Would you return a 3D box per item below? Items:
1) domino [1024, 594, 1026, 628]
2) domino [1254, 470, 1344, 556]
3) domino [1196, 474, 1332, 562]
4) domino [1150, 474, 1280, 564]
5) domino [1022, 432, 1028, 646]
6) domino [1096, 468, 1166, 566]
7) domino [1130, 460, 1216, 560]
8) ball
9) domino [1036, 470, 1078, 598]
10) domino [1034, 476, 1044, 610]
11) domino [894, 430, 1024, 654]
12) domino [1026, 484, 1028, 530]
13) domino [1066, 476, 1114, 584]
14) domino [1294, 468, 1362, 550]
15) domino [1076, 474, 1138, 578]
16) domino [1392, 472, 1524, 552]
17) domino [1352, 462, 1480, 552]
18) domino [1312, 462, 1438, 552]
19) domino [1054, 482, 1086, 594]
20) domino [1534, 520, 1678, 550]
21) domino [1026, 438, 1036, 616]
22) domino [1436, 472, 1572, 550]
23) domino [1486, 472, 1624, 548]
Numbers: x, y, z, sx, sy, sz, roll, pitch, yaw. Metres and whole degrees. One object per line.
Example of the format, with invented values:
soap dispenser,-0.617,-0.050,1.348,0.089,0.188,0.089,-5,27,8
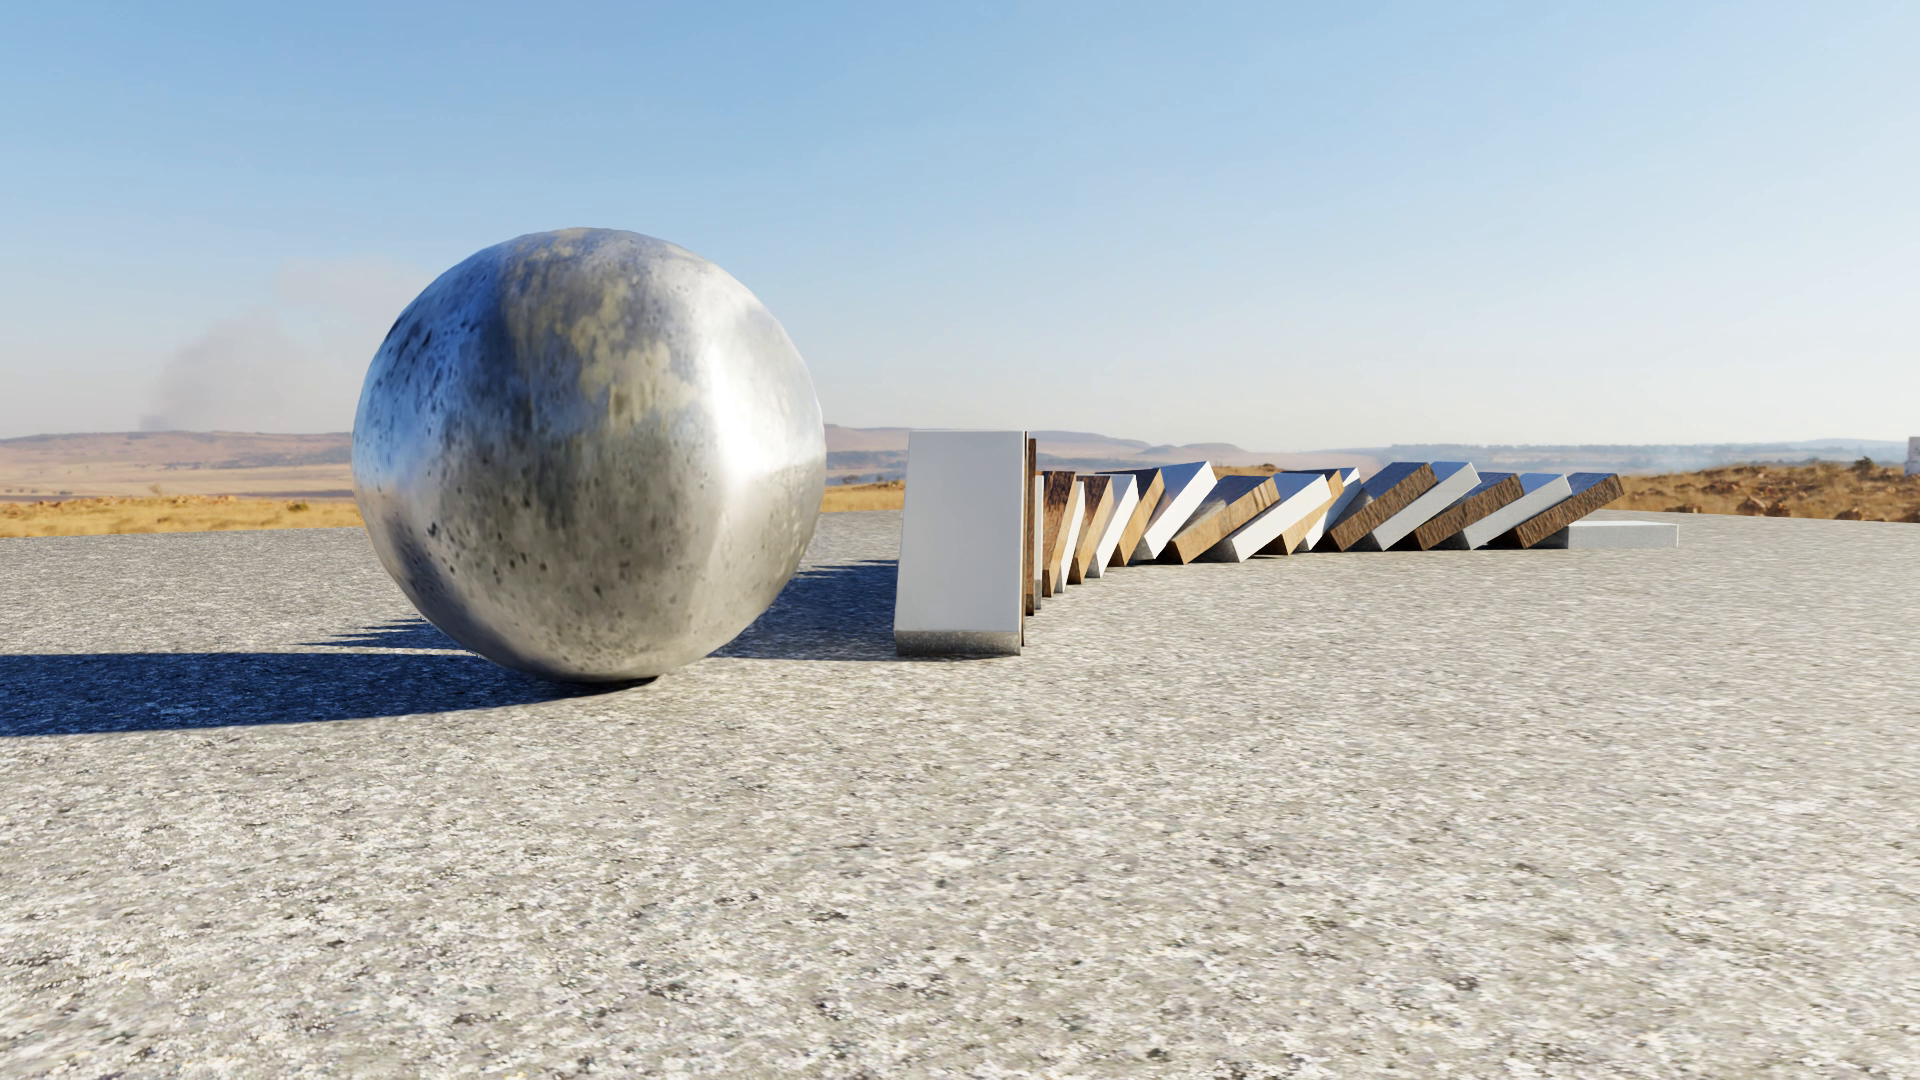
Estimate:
domino,0.003,-0.003,0.305,0.025,0.050,0.010,0,-33,4
domino,0.127,-0.011,0.499,0.025,0.009,0.050,1,31,44
domino,0.112,-0.009,0.479,0.050,0.010,0.025,-32,19,-24
domino,0.090,-0.008,0.471,0.050,0.010,0.025,-31,18,-24
domino,0.002,-0.001,0.281,0.025,0.050,0.010,0,-33,4
domino,0.053,-0.008,0.450,0.025,0.010,0.050,-2,31,29
domino,0.070,-0.011,0.467,0.025,0.009,0.050,-5,31,44
ball,-0.064,-0.015,0.228,0.080,0.080,0.080,0,4,0
domino,0.018,-0.003,0.370,0.025,0.010,0.050,2,35,14
domino,0.010,0.000,0.349,0.025,0.010,0.050,0,35,4
domino,0.001,0.000,0.270,0.025,0.050,0.009,0,-33,4
domino,0.004,-0.004,0.317,0.025,0.050,0.010,0,-33,4
domino,0.032,-0.004,0.410,0.025,0.010,0.050,1,32,19
domino,0.139,-0.013,0.517,0.025,0.009,0.050,-1,30,45
domino,0.041,-0.006,0.429,0.025,0.010,0.050,2,33,23
domino,0.201,-0.012,0.524,0.050,0.010,0.025,-28,9,-9
domino,0.182,-0.014,0.520,0.050,0.010,0.025,-34,10,-7
domino,0.165,-0.014,0.517,0.050,0.010,0.025,-34,10,-9
domino,0.022,-0.002,0.388,0.025,0.010,0.050,1,31,13
domino,0.268,-0.002,0.535,0.050,0.009,0.025,-1,4,-10
domino,0.007,-0.004,0.330,0.025,0.050,0.010,0,-37,4
domino,0.222,-0.012,0.528,0.050,0.010,0.025,-27,9,-8
domino,0.244,-0.013,0.531,0.050,0.010,0.025,-27,8,-8
